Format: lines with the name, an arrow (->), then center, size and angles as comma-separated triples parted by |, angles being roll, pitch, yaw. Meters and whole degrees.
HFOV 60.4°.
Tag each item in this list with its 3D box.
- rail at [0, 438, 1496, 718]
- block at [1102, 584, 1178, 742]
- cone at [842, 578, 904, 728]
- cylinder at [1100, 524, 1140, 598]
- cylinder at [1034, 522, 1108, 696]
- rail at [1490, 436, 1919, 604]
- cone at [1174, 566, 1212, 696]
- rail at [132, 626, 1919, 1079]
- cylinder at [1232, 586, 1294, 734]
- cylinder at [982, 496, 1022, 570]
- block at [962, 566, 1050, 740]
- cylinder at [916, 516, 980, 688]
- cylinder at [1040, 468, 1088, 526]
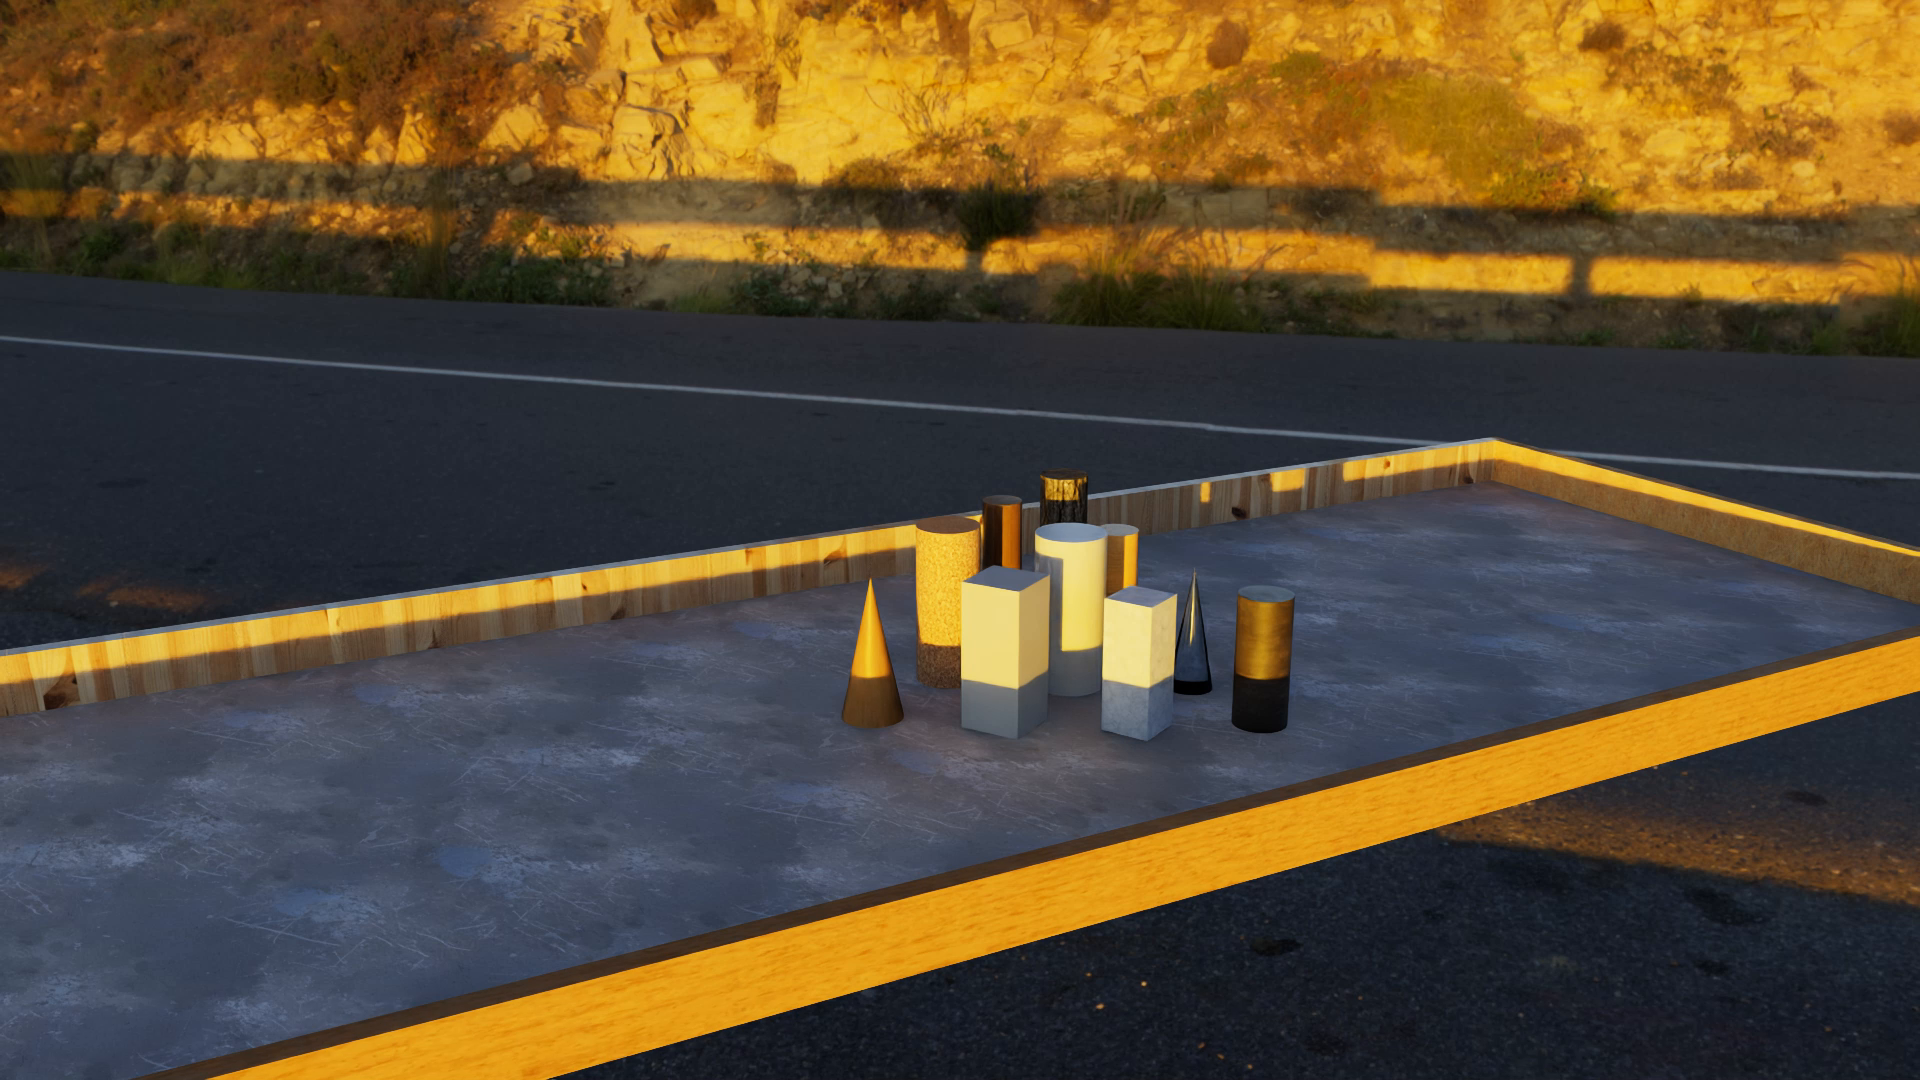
rail -> -3.305, 0.497, 3.399 | 12.000, 0.150, 0.050 | -9, 18, -27
block -> 0.414, 0.283, 3.819 | 0.122, 0.322, 0.122 | 11, 20, 33
cone -> -0.208, 0.252, 3.880 | 0.150, 0.347, 0.150 | 0, 16, 0
cylinder -> 0.409, 0.127, 4.354 | 0.117, 0.320, 0.117 | 0, 16, 0
cylinder -> 0.271, 0.170, 4.078 | 0.177, 0.393, 0.177 | 0, 16, 0
rail -> 2.466, -0.048, 5.253 | 0.050, 0.150, 2.100 | -9, 18, -27
cone -> 0.573, 0.214, 4.064 | 0.113, 0.317, 0.113 | 0, 16, 0
rail -> -2.336, 1.006, 1.665 | 12.000, 0.150, 0.050 | -9, 18, -27
cylinder -> 0.706, 0.277, 3.845 | 0.130, 0.320, 0.130 | 0, 16, 0
cylinder -> 0.111, 0.087, 4.356 | 0.104, 0.397, 0.104 | 0, 16, 0
block -> 0.105, 0.259, 3.839 | 0.150, 0.357, 0.150 | 9, 19, 29
cylinder -> -0.029, 0.155, 4.117 | 0.161, 0.401, 0.161 | 0, 16, 0
cylinder -> 0.289, 0.009, 4.619 | 0.132, 0.398, 0.132 | 0, 16, 0
